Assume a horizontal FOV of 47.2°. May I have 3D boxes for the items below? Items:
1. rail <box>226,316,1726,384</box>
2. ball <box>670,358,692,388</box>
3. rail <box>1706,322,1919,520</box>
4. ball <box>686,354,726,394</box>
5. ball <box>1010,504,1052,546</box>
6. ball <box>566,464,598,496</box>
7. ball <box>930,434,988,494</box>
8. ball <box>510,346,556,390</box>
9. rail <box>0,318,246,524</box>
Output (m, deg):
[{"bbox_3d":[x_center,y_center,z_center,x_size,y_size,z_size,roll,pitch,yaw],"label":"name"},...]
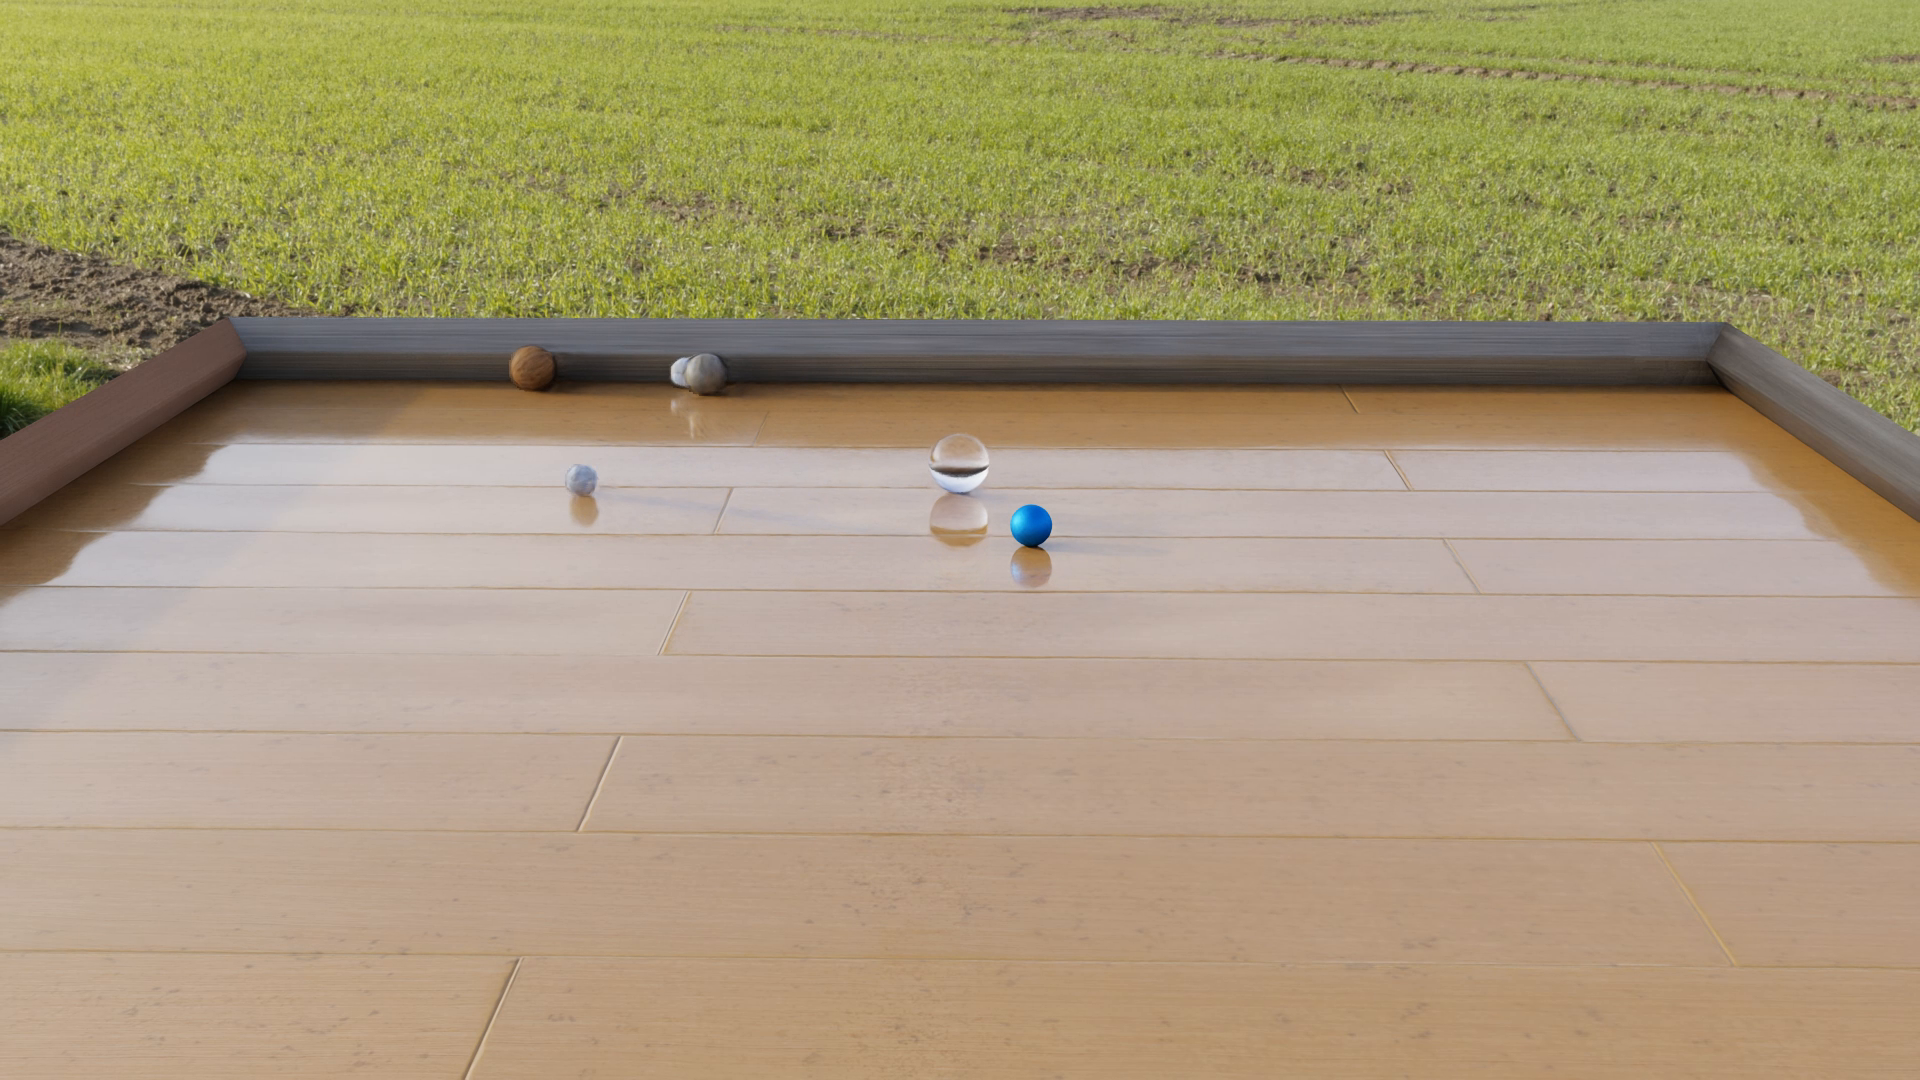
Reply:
[{"bbox_3d":[0.022,-0.334,3.927,2.684,0.113,0.045,0,16,1],"label":"rail"},{"bbox_3d":[-0.489,-0.297,3.912,0.054,0.054,0.054,0,16,0],"label":"ball"},{"bbox_3d":[1.296,0.301,1.772,0.045,0.113,4.490,0,16,1],"label":"rail"},{"bbox_3d":[-0.445,-0.292,3.859,0.073,0.073,0.073,0,16,0],"label":"ball"},{"bbox_3d":[0.096,-0.020,2.963,0.057,0.057,0.057,0,16,0],"label":"ball"},{"bbox_3d":[-0.552,-0.088,3.213,0.046,0.046,0.046,0,16,0],"label":"ball"},{"bbox_3d":[-0.001,-0.112,3.223,0.087,0.087,0.087,0,16,0],"label":"ball"},{"bbox_3d":[-0.755,-0.304,3.890,0.079,0.079,0.079,0,16,0],"label":"ball"},{"bbox_3d":[-1.340,0.286,1.822,0.045,0.113,4.490,0,16,1],"label":"rail"}]
